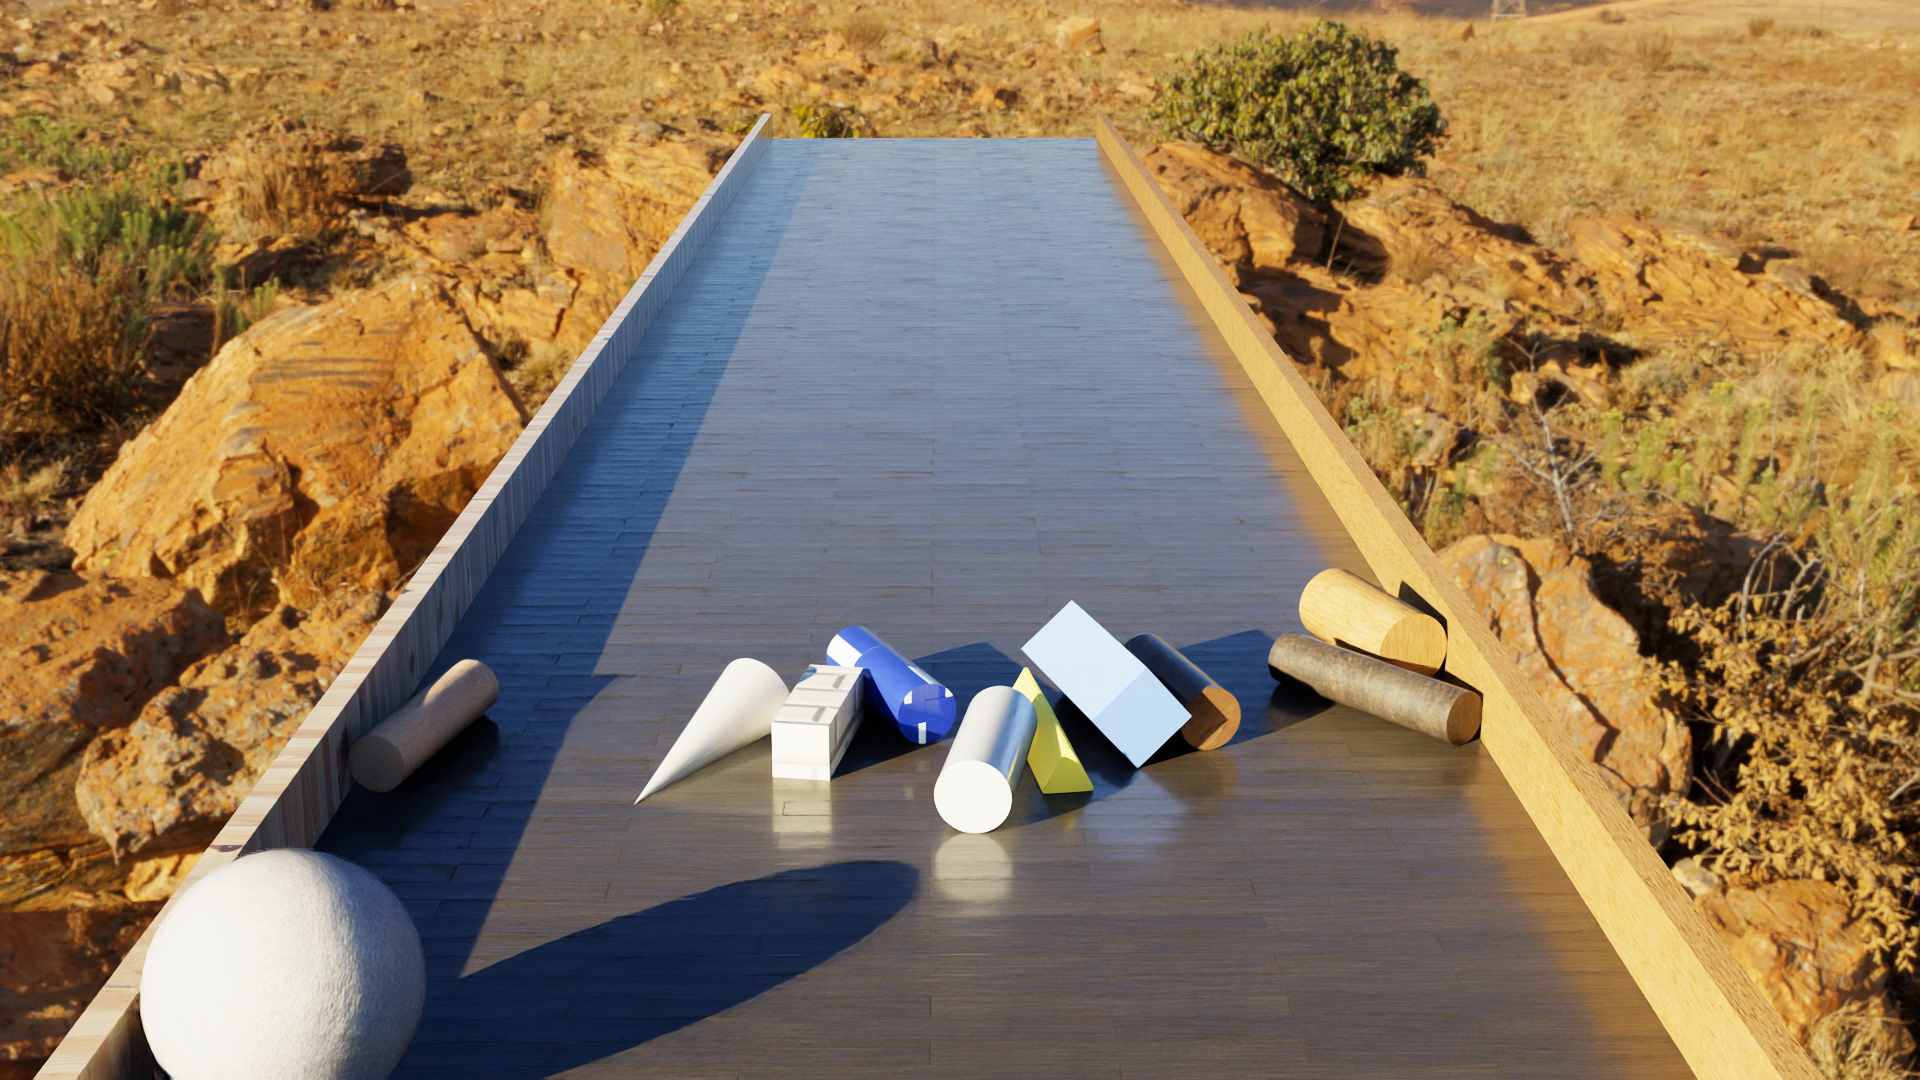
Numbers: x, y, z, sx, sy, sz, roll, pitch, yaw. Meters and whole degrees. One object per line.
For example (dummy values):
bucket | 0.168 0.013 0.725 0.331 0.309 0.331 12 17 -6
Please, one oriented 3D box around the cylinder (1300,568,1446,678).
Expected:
cylinder | 0.820 0.172 4.385 0.150 0.150 0.316 -6 18 -19

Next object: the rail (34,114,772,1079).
rail | -1.118 -0.838 7.780 0.050 0.150 12.000 0 17 -1

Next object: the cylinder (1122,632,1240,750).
cylinder | 0.401 0.277 4.089 0.117 0.117 0.324 -5 17 -17

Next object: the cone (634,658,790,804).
cone | -0.462 0.365 3.869 0.150 0.150 0.384 9 30 27

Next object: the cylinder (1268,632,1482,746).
cylinder | 0.773 0.275 4.125 0.102 0.102 0.433 -13 21 -37

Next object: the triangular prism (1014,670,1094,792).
triangular prism | 0.155 0.335 3.955 0.090 0.078 0.411 -2 17 -8

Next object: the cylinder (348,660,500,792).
cylinder | -0.955 0.328 3.940 0.105 0.105 0.391 4 17 12

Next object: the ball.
ball | -0.843 0.558 2.749 0.342 0.342 0.342 0 17 0

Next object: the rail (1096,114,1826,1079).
rail | 0.932 -0.844 7.801 0.050 0.150 12.000 0 17 -1

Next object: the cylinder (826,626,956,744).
cylinder | -0.133 0.268 4.124 0.115 0.115 0.353 -7 18 -23

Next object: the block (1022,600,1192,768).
block | 0.263 0.259 4.027 0.133 0.133 0.392 -44 23 -1

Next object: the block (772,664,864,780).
block | -0.253 0.325 3.957 0.101 0.101 0.300 3 17 9

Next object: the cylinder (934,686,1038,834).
cylinder | 0.048 0.370 3.757 0.128 0.128 0.352 3 17 8
